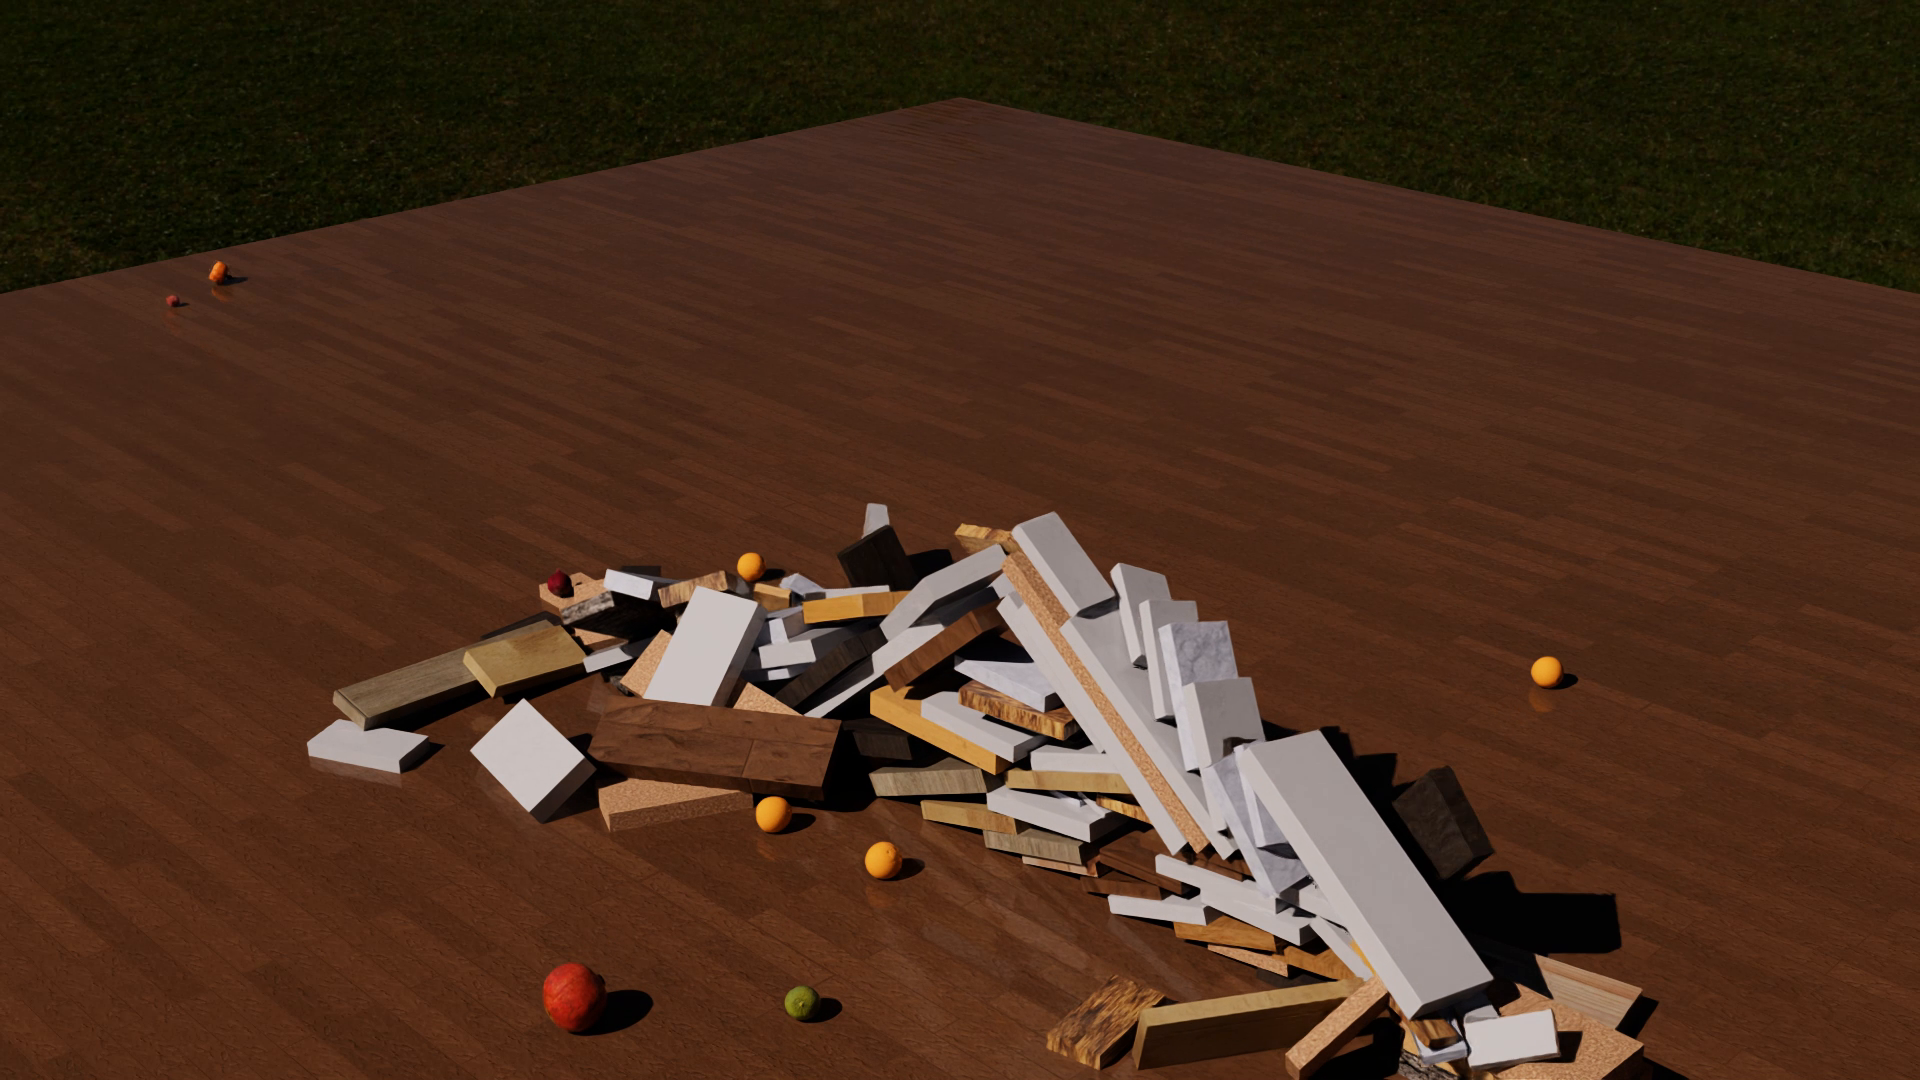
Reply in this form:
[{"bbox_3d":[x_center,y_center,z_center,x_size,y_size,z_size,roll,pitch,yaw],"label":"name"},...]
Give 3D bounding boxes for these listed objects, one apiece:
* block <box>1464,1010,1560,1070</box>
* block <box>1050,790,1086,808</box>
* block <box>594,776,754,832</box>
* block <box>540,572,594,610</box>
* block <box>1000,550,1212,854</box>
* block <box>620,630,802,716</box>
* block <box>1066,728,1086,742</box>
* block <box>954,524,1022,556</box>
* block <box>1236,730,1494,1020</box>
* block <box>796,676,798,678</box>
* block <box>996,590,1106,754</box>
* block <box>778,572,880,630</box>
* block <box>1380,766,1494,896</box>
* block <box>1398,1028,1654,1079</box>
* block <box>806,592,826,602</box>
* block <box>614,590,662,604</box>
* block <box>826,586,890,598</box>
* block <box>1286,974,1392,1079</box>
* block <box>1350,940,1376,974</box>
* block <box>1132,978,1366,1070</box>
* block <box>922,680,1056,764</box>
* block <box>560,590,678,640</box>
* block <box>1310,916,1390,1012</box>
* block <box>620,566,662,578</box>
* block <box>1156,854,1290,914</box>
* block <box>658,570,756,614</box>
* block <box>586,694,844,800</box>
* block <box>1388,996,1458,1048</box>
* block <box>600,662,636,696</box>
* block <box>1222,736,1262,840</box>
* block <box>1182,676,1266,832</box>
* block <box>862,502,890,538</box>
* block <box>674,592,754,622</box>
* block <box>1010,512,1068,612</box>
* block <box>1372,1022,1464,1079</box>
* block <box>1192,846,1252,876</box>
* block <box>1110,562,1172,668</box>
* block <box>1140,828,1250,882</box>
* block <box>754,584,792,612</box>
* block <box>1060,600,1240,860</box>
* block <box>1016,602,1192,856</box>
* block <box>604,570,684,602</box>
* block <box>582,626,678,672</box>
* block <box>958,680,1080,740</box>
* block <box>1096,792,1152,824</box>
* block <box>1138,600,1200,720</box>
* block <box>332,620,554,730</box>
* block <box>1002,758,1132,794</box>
[{"bbox_3d":[0.869,0.787,3.460,0.141,0.020,0.071,-16,52,24],"label":"block"},{"bbox_3d":[0.217,0.486,4.214,0.045,0.013,0.091,-17,22,-34],"label":"block"},{"bbox_3d":[-0.584,0.518,4.487,0.294,0.042,0.147,-8,24,-18],"label":"block"},{"bbox_3d":[-0.861,0.168,5.323,0.118,0.034,0.390,-19,30,-38],"label":"block"},{"bbox_3d":[0.305,0.274,4.019,0.139,0.039,0.646,-18,66,-39],"label":"block"},{"bbox_3d":[-0.512,0.355,4.685,0.484,0.042,0.147,27,72,34],"label":"block"},{"bbox_3d":[0.182,0.343,4.255,0.159,0.023,0.080,18,29,33],"label":"block"},{"bbox_3d":[0.085,0.023,4.260,0.196,0.098,0.028,9,53,49],"label":"block"},{"bbox_3d":[0.666,0.544,3.643,0.166,0.047,0.520,-9,53,-34],"label":"block"},{"bbox_3d":[-0.369,0.240,4.969,0.022,0.158,0.079,10,-9,1],"label":"block"},{"bbox_3d":[0.235,0.225,4.148,0.171,0.049,0.343,-20,67,-40],"label":"block"},{"bbox_3d":[-0.274,0.168,4.943,0.277,0.039,0.139,32,-15,-12],"label":"block"},{"bbox_3d":[0.790,0.546,3.848,0.047,0.332,0.166,-10,62,-30],"label":"block"},{"bbox_3d":[0.919,0.841,3.584,0.358,0.051,0.179,21,31,40],"label":"block"},{"bbox_3d":[-0.267,0.120,4.777,0.134,0.019,0.067,-5,-2,0],"label":"block"},{"bbox_3d":[-0.707,0.158,5.198,0.128,0.036,0.256,13,0,30],"label":"block"},{"bbox_3d":[-0.216,0.111,4.674,0.134,0.019,0.067,-5,-3,1],"label":"block"},{"bbox_3d":[0.636,0.790,3.609,0.243,0.122,0.034,-39,65,-10],"label":"block"},{"bbox_3d":[0.732,0.723,3.725,0.071,0.020,0.141,-17,58,-40],"label":"block"},{"bbox_3d":[0.487,0.811,3.688,0.391,0.122,0.034,-5,42,-13],"label":"block"},{"bbox_3d":[0.057,0.353,4.296,0.126,0.036,0.252,-21,32,-41],"label":"block"},{"bbox_3d":[-0.740,0.179,4.973,0.128,0.036,0.408,-21,-15,16],"label":"block"},{"bbox_3d":[0.718,0.713,3.767,0.114,0.032,0.229,-23,62,-42],"label":"block"},{"bbox_3d":[-0.791,0.114,5.370,0.097,0.028,0.194,0,23,1],"label":"block"},{"bbox_3d":[0.492,0.598,3.950,0.267,0.032,0.114,14,26,42],"label":"block"},{"bbox_3d":[-0.550,0.140,5.046,0.155,0.044,0.421,-16,-11,8],"label":"block"},{"bbox_3d":[-0.502,0.424,4.508,0.504,0.048,0.169,5,48,12],"label":"block"},{"bbox_3d":[0.738,0.764,3.503,0.057,0.016,0.113,-3,27,-24],"label":"block"},{"bbox_3d":[-0.755,0.316,4.992,0.067,0.019,0.134,-15,27,-32],"label":"block"},{"bbox_3d":[0.506,0.436,3.834,0.088,0.176,0.025,10,-22,-28],"label":"block"},{"bbox_3d":[0.481,0.377,3.878,0.131,0.261,0.037,-3,-16,-32],"label":"block"},{"bbox_3d":[-0.206,0.052,5.414,0.048,0.169,0.338,6,22,-9],"label":"block"},{"bbox_3d":[-0.518,0.154,4.953,0.120,0.034,0.240,-22,-13,30],"label":"block"},{"bbox_3d":[0.189,0.043,4.090,0.098,0.028,0.196,-20,67,-40],"label":"block"},{"bbox_3d":[0.980,0.911,3.549,0.626,0.051,0.179,21,30,40],"label":"block"},{"bbox_3d":[0.494,0.557,3.899,0.076,0.022,0.153,-19,19,-36],"label":"block"},{"bbox_3d":[0.348,0.145,4.052,0.107,0.030,0.214,15,44,-28],"label":"block"},{"bbox_3d":[0.442,0.561,3.982,0.231,0.023,0.081,14,26,42],"label":"block"},{"bbox_3d":[-0.417,0.159,4.915,0.079,0.158,0.022,12,54,6],"label":"block"},{"bbox_3d":[0.376,0.335,3.957,0.130,0.037,0.512,-20,67,-40],"label":"block"},{"bbox_3d":[0.317,0.318,4.053,0.171,0.049,0.540,-16,64,-39],"label":"block"},{"bbox_3d":[-0.682,0.122,5.240,0.155,0.044,0.310,13,0,36],"label":"block"},{"bbox_3d":[-0.731,0.243,5.009,0.237,0.034,0.118,-18,4,5],"label":"block"},{"bbox_3d":[0.130,0.310,4.200,0.239,0.034,0.120,17,28,31],"label":"block"},{"bbox_3d":[0.345,0.494,4.109,0.162,0.023,0.081,16,24,35],"label":"block"},{"bbox_3d":[0.390,0.216,3.967,0.107,0.214,0.030,3,-19,-31],"label":"block"},{"bbox_3d":[-1.125,0.298,4.939,0.113,0.032,0.580,34,35,29],"label":"block"},{"bbox_3d":[0.244,0.438,4.175,0.126,0.036,0.347,-20,10,-40],"label":"block"}]
